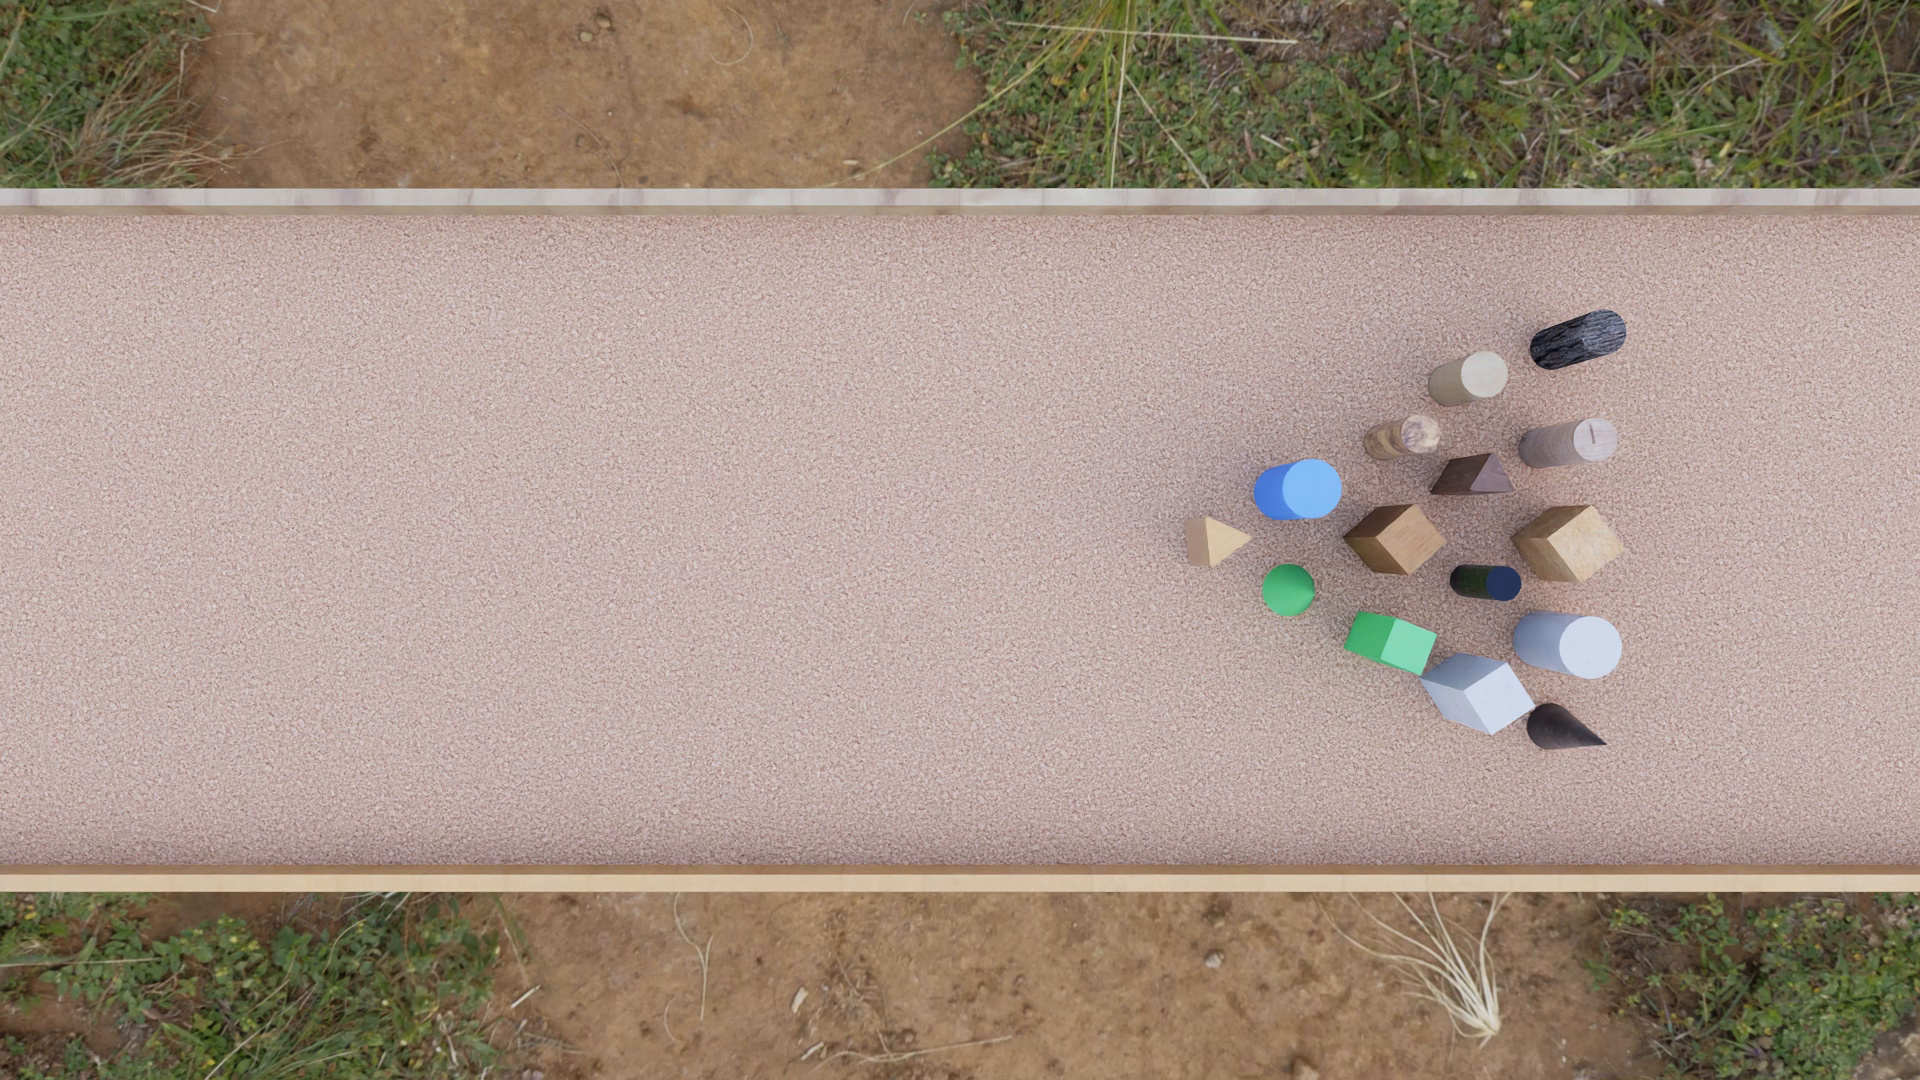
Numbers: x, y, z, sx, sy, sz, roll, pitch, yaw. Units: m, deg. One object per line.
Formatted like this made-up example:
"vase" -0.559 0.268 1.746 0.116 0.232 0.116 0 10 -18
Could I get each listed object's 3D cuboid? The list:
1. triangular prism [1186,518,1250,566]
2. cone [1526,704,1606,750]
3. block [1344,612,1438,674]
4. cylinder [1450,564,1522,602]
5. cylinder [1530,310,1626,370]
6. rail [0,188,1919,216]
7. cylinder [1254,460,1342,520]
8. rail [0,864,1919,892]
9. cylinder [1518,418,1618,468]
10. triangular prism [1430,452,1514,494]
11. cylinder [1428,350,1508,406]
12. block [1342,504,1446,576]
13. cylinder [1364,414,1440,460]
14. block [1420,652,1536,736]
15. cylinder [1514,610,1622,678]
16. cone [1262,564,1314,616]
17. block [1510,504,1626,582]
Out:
"triangular prism" 0.731 -0.015 4.865 0.139 0.424 0.121 -36 90 0
"cone" 1.817 0.574 4.849 0.144 0.455 0.144 0 90 0
"block" 1.261 0.299 4.856 0.124 0.442 0.124 22 90 0
"cylinder" 1.558 0.125 4.902 0.102 0.349 0.102 0 90 0
"cylinder" 1.819 -0.588 4.869 0.129 0.415 0.129 0 90 0
"rail" -2.247 -1.025 5.002 12.000 0.150 0.050 0 90 0
"cylinder" 0.987 -0.144 4.850 0.166 0.453 0.166 0 90 0
"rail" -2.247 1.025 5.001 12.000 0.150 0.050 0 90 0
"cylinder" 1.780 -0.282 4.849 0.124 0.456 0.124 0 90 0
"triangular prism" 1.512 -0.195 4.878 0.125 0.397 0.108 1 90 0
"cylinder" 1.507 -0.477 4.908 0.134 0.337 0.134 0 90 0
"block" 1.278 -0.001 4.873 0.143 0.408 0.143 -41 90 0
"cylinder" 1.297 -0.300 4.861 0.110 0.432 0.110 0 90 0
"block" 1.513 0.445 4.852 0.148 0.450 0.148 -33 90 0
"cylinder" 1.791 0.306 4.881 0.178 0.392 0.178 0 90 0
"cone" 1.011 0.154 4.887 0.161 0.379 0.161 0 90 0
"block" 1.804 0.011 4.913 0.161 0.327 0.161 -37 90 0
